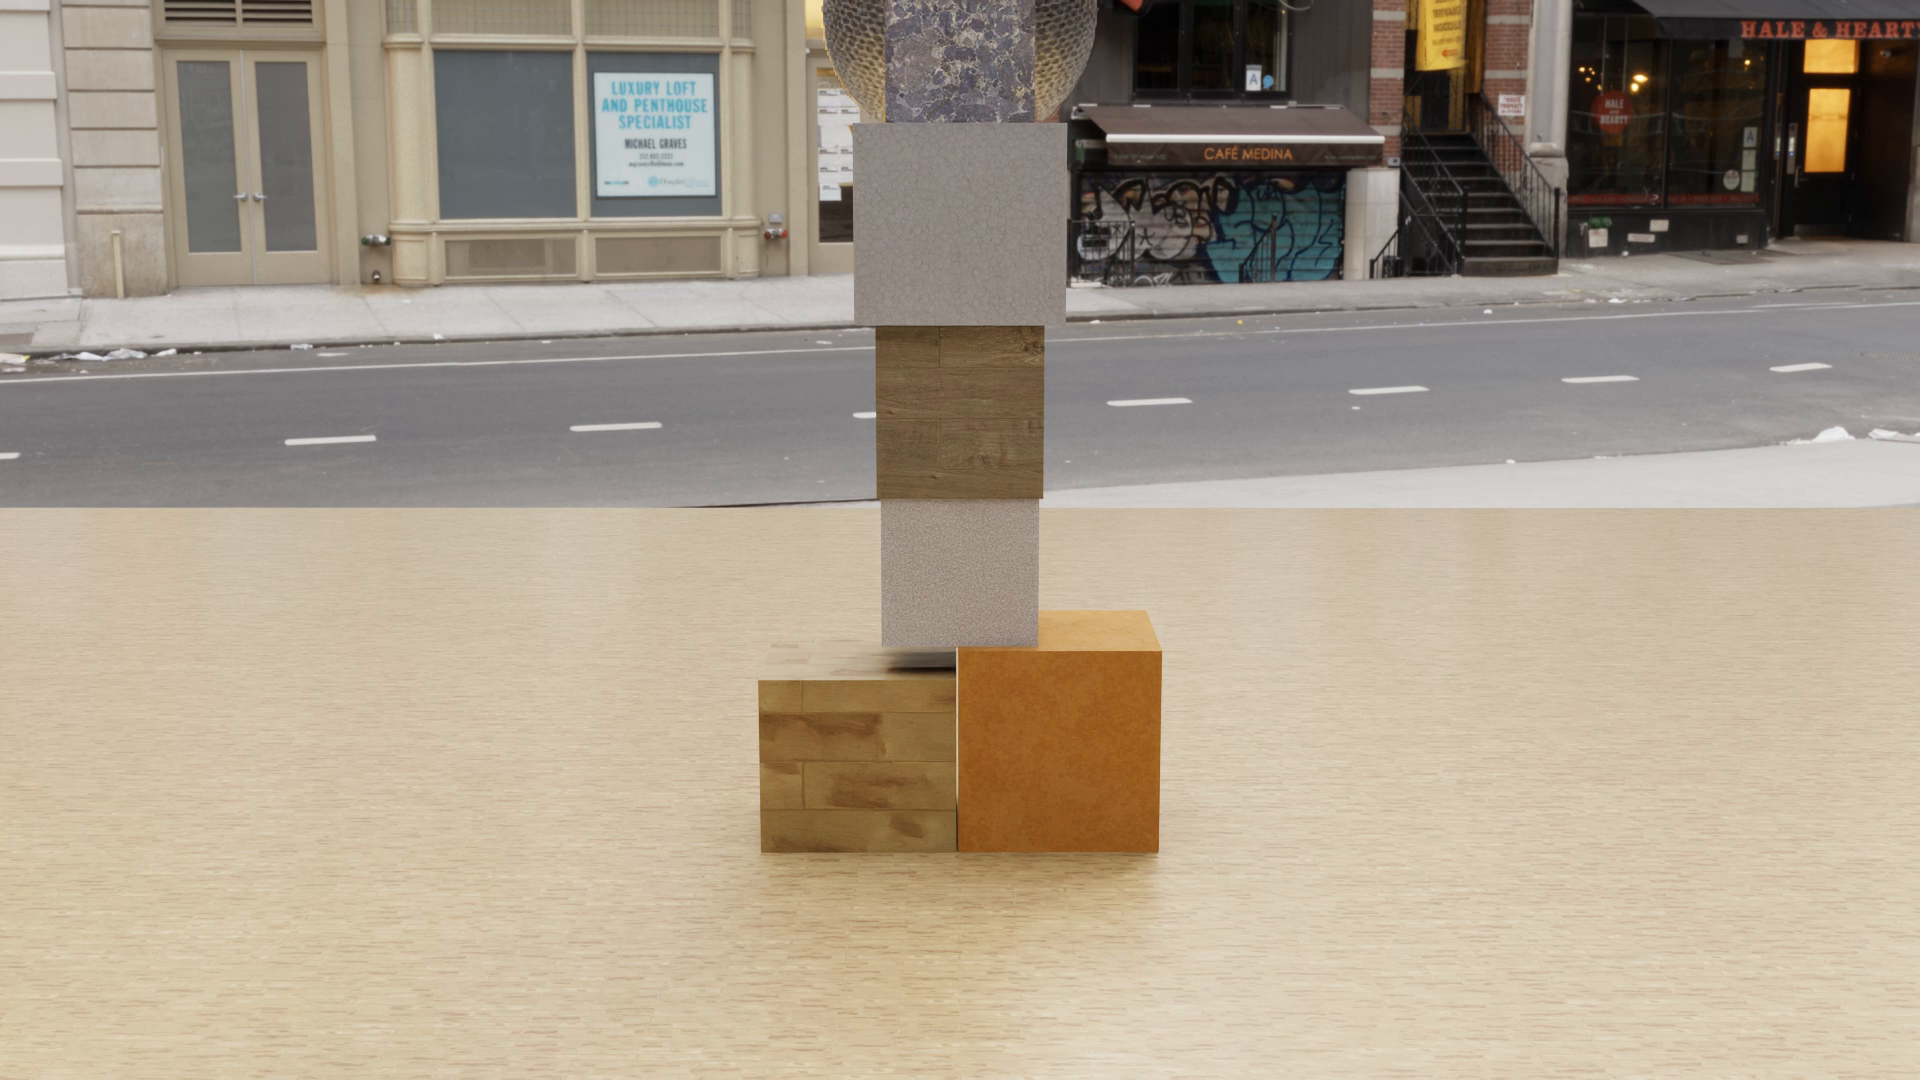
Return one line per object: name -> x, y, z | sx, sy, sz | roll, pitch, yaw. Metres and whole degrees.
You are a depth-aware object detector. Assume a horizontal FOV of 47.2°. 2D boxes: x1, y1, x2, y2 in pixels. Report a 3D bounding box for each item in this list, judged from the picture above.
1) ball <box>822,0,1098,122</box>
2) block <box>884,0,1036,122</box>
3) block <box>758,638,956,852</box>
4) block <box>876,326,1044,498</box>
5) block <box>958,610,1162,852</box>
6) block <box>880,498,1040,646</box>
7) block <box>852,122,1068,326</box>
ball -> 0.000, -3.070, 12.730 | 1.600, 1.600, 1.600 | 0, 10, 0
block -> 0.000, -2.357, 10.771 | 0.710, 0.623, 0.683 | 0, 10, 0
block -> -0.507, 1.044, 11.350 | 0.974, 0.885, 0.916 | 0, 10, 0
block -> 0.000, -0.688, 11.050 | 0.815, 0.851, 0.770 | 0, 10, 0
block -> 0.492, 0.967, 11.363 | 1.003, 1.031, 0.951 | 0, 10, 0
block -> 0.000, 0.098, 11.180 | 0.776, 0.744, 0.717 | 0, 10, 0
block -> 0.000, -1.578, 10.897 | 1.015, 0.955, 0.893 | 0, 10, 0
